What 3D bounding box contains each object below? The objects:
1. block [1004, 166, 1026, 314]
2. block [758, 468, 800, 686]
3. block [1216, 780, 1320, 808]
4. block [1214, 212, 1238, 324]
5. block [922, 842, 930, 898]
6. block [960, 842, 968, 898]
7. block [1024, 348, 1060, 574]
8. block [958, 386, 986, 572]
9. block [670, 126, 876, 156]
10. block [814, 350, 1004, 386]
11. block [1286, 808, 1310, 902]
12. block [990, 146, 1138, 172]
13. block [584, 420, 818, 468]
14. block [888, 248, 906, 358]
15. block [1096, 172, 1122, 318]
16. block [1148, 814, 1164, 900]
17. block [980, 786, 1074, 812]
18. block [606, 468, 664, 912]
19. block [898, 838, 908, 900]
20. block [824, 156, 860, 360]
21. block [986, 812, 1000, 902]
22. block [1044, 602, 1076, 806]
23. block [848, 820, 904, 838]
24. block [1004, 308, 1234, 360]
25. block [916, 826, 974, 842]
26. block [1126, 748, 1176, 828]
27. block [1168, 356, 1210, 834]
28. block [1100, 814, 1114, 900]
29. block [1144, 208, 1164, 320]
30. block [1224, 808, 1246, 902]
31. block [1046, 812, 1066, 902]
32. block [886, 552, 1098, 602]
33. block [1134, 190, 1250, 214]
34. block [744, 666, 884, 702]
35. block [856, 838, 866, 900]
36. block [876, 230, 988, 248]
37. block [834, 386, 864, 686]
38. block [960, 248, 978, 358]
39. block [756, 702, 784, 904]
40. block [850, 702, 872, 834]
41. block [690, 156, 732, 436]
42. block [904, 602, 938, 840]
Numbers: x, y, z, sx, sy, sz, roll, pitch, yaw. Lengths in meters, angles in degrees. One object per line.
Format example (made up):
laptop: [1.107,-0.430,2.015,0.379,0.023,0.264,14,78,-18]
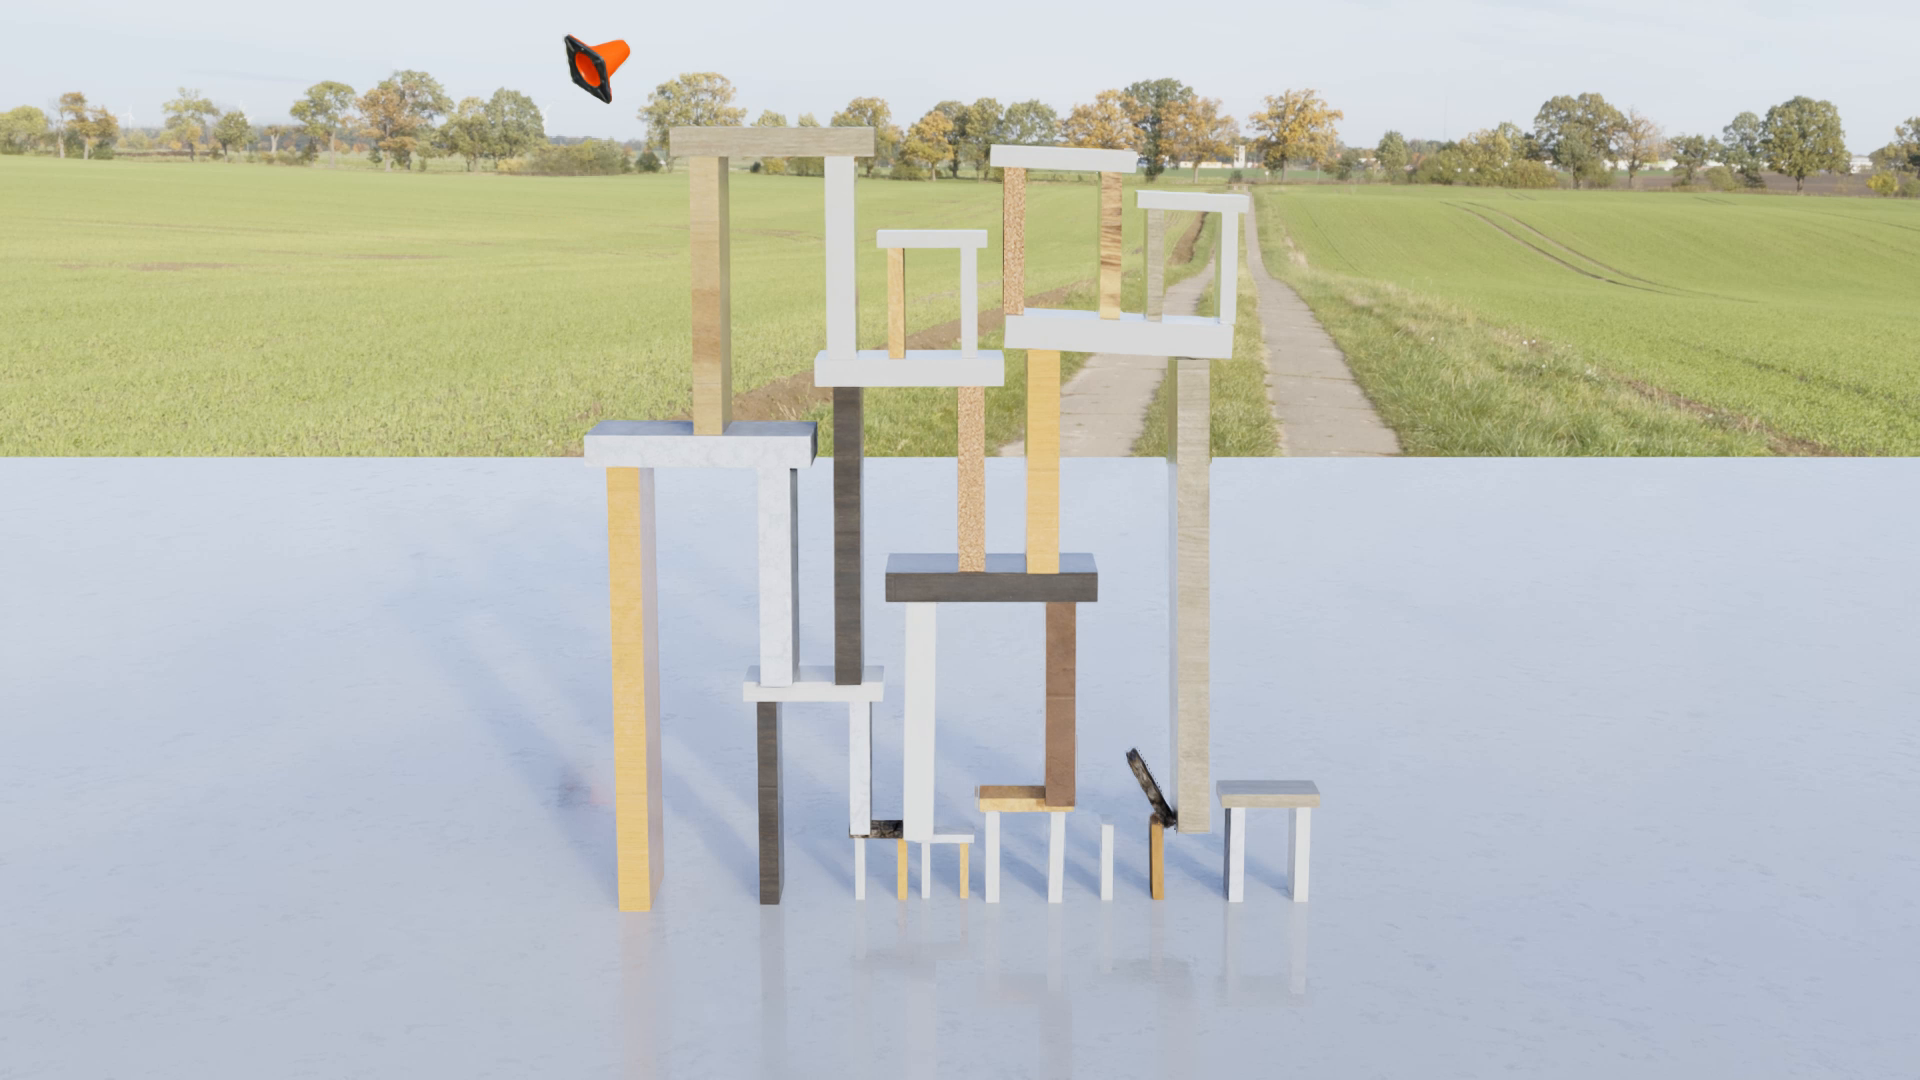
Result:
block: [0.085,-0.474,3.470,0.032,0.225,0.112,0,10,1]
block: [-0.293,0.044,3.572,0.050,0.355,0.177,0,10,0]
block: [0.509,0.420,3.639,0.161,0.023,0.081,0,11,0]
block: [0.420,-0.432,3.474,0.024,0.173,0.086,0,12,0]
block: [-0.057,0.543,3.663,0.014,0.095,0.048,0,11,0]
block: [0.007,0.543,3.663,0.014,0.095,0.048,0,11,0]
block: [0.131,-0.137,3.535,0.050,0.353,0.176,0,10,0]
block: [0.019,-0.109,3.541,0.042,0.296,0.148,0,10,0]
block: [-0.289,-0.624,3.444,0.312,0.044,0.156,0,11,-1]
block: [-0.080,-0.275,3.510,0.296,0.042,0.148,0,11,0]
block: [0.563,0.511,3.655,0.023,0.161,0.081,0,11,0]
block: [0.161,-0.597,3.445,0.225,0.032,0.113,3,10,1]
block: [-0.412,-0.155,3.535,0.355,0.050,0.177,0,11,0]
block: [-0.100,-0.379,3.486,0.024,0.172,0.086,0,11,0]
block: [0.235,-0.466,3.468,0.032,0.225,0.113,0,11,1]
block: [0.327,0.526,3.660,0.018,0.129,0.064,-2,10,1]
block: [0.110,0.427,3.635,0.155,0.022,0.077,0,10,1]
block: [-0.530,0.229,3.607,0.050,0.732,0.177,0,11,0]
block: [-0.095,0.539,3.657,0.015,0.105,0.053,0,11,0]
block: [-0.186,-0.449,3.479,0.044,0.312,0.156,0,11,0]
block: [0.054,0.515,3.651,0.022,0.155,0.077,0,11,0]
block: [0.163,0.250,3.605,0.048,0.337,0.169,0,10,1]
block: [-0.130,0.480,3.646,0.105,0.015,0.053,0,10,0]
block: [0.248,-0.330,3.498,0.353,0.050,0.176,3,10,0]
block: [-0.025,0.489,3.653,0.095,0.014,0.048,0,11,0]
block: [0.315,0.411,3.639,0.018,0.129,0.064,-29,9,6]
block: [0.372,0.081,3.574,0.050,0.768,0.176,-1,10,1]
block: [0.243,0.526,3.660,0.018,0.129,0.064,0,11,0]
block: [0.305,-0.438,3.475,0.024,0.173,0.086,0,11,1]
block: [0.456,0.511,3.655,0.023,0.161,0.081,0,11,0]
block: [0.158,0.514,3.651,0.022,0.155,0.077,1,10,-1]
block: [0.051,0.060,3.572,0.338,0.048,0.169,0,10,0]
block: [0.363,-0.532,3.454,0.173,0.024,0.086,3,11,1]
block: [-0.238,0.235,3.606,0.225,0.032,0.112,0,11,0]
block: [-0.165,0.539,3.657,0.015,0.105,0.053,0,11,0]
block: [-0.044,-0.476,3.469,0.172,0.024,0.086,0,11,0]
block: [-0.179,-0.017,3.558,0.042,0.481,0.148,0,11,0]
block: [0.014,-0.379,3.487,0.024,0.172,0.086,0,11,0]
block: [-0.313,0.420,3.639,0.032,0.345,0.113,0,11,0]
block: [-0.163,0.361,3.629,0.032,0.225,0.113,0,10,0]
block: [-0.394,-0.390,3.487,0.044,0.430,0.156,0,11,0]
block: [-0.064,0.278,3.612,0.048,0.394,0.169,1,10,0]
